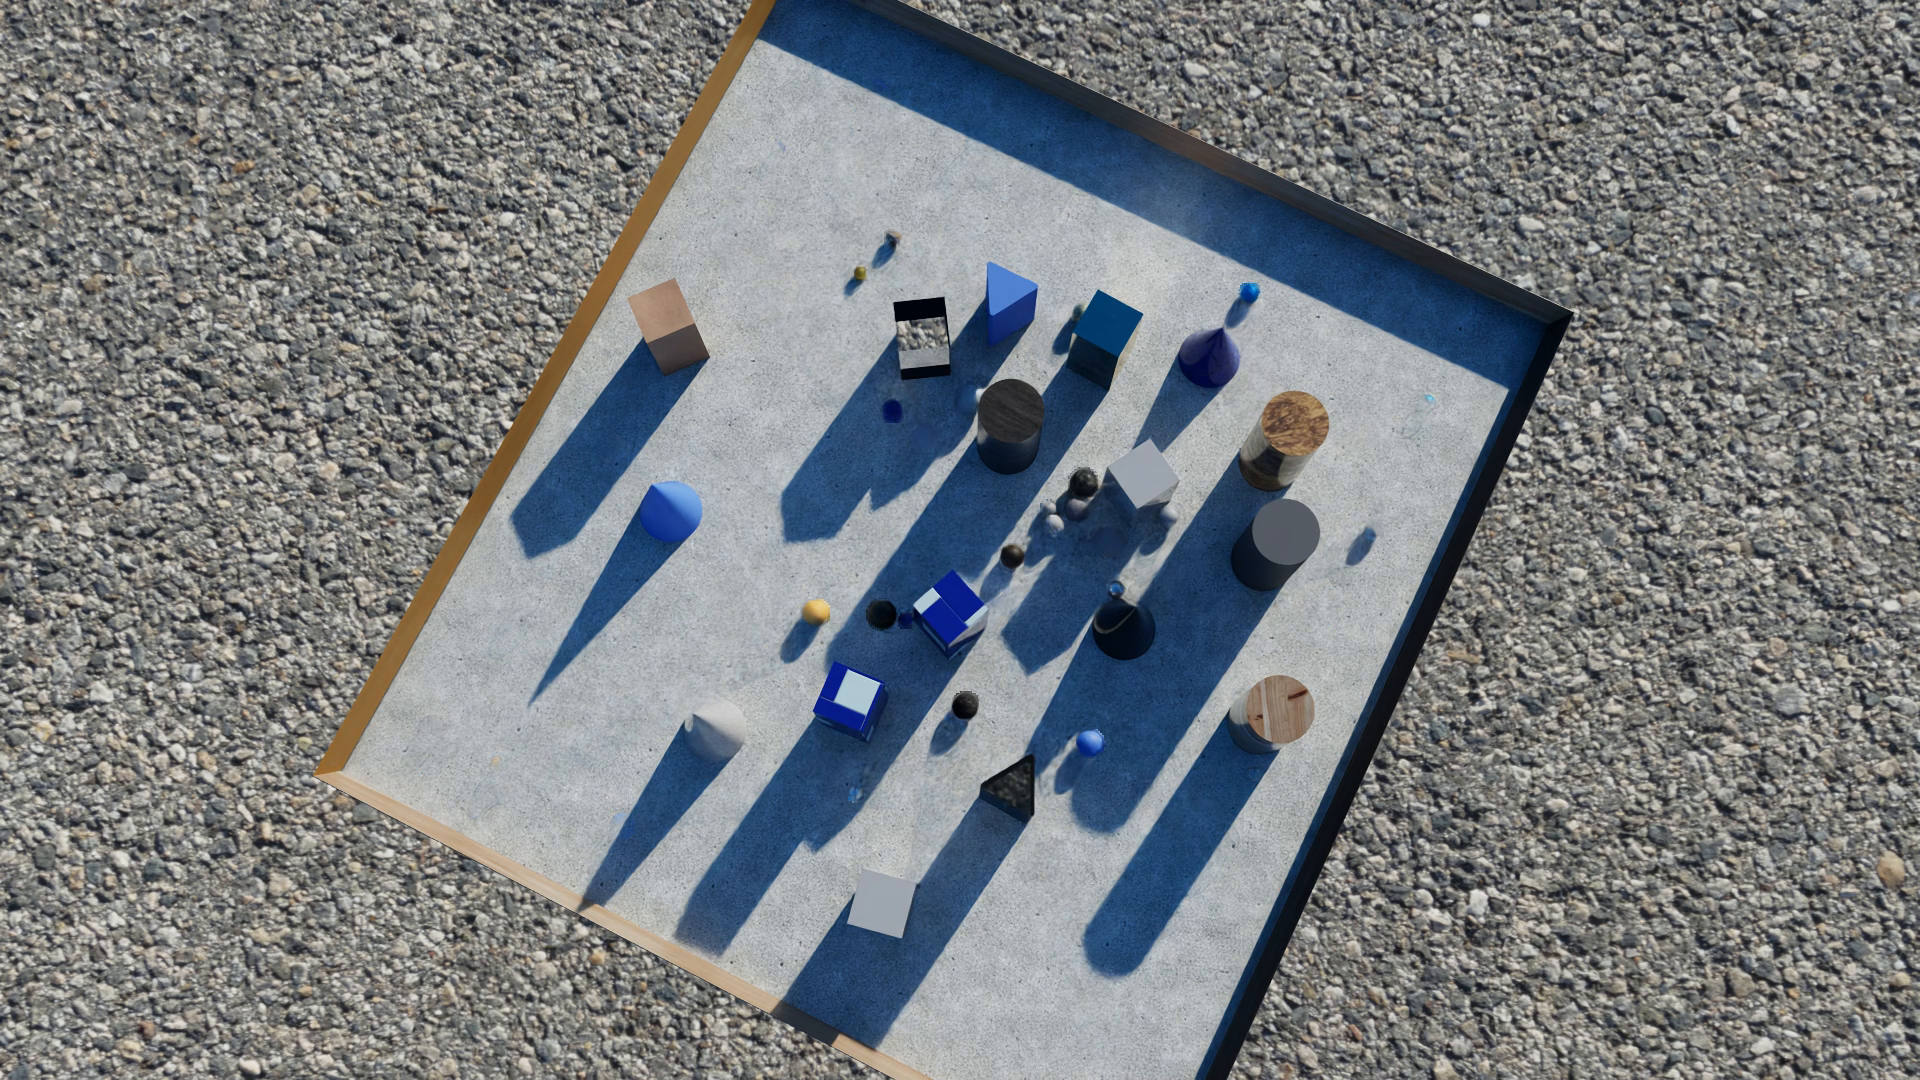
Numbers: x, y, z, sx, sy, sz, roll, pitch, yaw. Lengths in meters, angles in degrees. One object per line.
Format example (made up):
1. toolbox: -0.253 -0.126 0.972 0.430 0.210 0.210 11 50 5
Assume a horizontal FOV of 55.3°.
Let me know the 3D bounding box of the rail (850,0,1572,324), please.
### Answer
1. rail: 0.651 -1.269 5.814 2.746 0.125 0.045 26 80 5

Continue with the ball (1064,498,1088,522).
1. ball: 0.353 -0.093 5.598 0.074 0.074 0.074 0 78 0

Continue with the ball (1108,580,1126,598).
1. ball: 0.474 0.150 5.555 0.055 0.055 0.055 0 78 0

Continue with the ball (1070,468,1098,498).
1. ball: 0.380 -0.173 5.607 0.089 0.089 0.089 0 78 0

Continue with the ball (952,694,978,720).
1. ball: 0.016 0.497 5.473 0.079 0.079 0.079 0 78 0

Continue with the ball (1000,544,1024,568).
1. ball: 0.158 0.051 5.569 0.072 0.072 0.072 0 78 0

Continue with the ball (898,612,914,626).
1. ball: -0.163 0.239 5.528 0.046 0.046 0.046 0 78 0

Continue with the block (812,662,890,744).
1. block: -0.314 0.477 5.334 0.154 0.361 0.154 22 79 4

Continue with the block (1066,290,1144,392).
1. block: 0.436 -0.603 5.562 0.154 0.350 0.154 29 80 6

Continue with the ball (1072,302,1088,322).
1. ball: 0.386 -0.709 5.729 0.068 0.068 0.068 0 78 0

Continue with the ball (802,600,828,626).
1. ball: -0.436 0.220 5.531 0.079 0.079 0.079 0 78 0

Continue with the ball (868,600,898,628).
1. ball: -0.233 0.225 5.526 0.087 0.087 0.087 0 78 0

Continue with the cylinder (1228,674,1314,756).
1. cylinder: 0.898 0.512 5.320 0.193 0.372 0.193 0 78 0

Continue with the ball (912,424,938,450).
1. ball: -0.108 -0.317 5.641 0.081 0.081 0.081 0 78 0

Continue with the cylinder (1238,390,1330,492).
1. cylinder: 0.957 -0.288 5.447 0.193 0.448 0.193 0 78 0

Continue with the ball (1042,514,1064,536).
1. ball: 0.286 -0.044 5.592 0.065 0.065 0.065 0 78 0

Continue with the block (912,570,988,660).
1. block: -0.027 0.225 5.401 0.154 0.331 0.154 -41 81 -8

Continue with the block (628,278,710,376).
1. block: -0.884 -0.644 5.578 0.154 0.336 0.154 -24 79 -5

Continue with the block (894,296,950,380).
1. block: -0.114 -0.612 5.591 0.154 0.298 0.154 -6 78 -1

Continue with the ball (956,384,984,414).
1. ball: 0.033 -0.436 5.658 0.095 0.095 0.095 0 78 0

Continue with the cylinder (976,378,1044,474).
1. cylinder: 0.148 -0.335 5.489 0.193 0.386 0.193 0 78 0

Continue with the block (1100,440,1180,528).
1. block: 0.540 -0.168 5.517 0.154 0.263 0.154 -33 80 -6

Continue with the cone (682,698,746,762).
1. cone: -0.735 0.524 5.273 0.193 0.460 0.193 0 78 0

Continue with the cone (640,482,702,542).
1. cone: -0.889 -0.124 5.458 0.193 0.360 0.193 0 78 0

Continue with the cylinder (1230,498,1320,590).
1. cylinder: 0.924 0.019 5.398 0.193 0.420 0.193 0 78 0

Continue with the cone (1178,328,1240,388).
1. cone: 0.780 -0.599 5.585 0.193 0.305 0.193 0 78 0

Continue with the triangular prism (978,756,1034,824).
1. triangular prism: 0.164 0.697 5.244 0.167 0.446 0.145 29 80 6

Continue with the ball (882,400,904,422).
1. ball: -0.209 -0.400 5.665 0.067 0.067 0.067 0 78 0

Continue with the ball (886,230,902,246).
1. ball: -0.210 -0.953 5.787 0.051 0.051 0.051 0 78 0

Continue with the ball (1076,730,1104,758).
1. ball: 0.386 0.606 5.450 0.080 0.080 0.080 0 78 0

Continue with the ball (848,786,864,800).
1. ball: -0.309 0.750 5.439 0.044 0.044 0.044 0 78 0

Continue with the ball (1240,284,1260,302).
1. ball: 0.909 -0.773 5.747 0.057 0.057 0.057 0 78 0

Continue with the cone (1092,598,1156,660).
1. cone: 0.498 0.229 5.366 0.193 0.397 0.193 0 78 0

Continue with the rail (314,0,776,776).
1. rail: -1.207 -0.584 5.672 0.045 0.125 2.961 26 80 5

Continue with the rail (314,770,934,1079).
1. rail: -0.651 1.282 5.286 2.746 0.125 0.045 26 80 5

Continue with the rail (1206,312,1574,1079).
1. rail: 1.207 0.598 5.428 0.045 0.125 2.961 26 80 5

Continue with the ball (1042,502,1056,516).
1. ball: 0.272 -0.094 5.612 0.047 0.047 0.047 0 78 0

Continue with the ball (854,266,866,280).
1. ball: -0.313 -0.840 5.769 0.041 0.041 0.041 0 78 0

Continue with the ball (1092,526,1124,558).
1. ball: 0.448 0.006 5.566 0.096 0.096 0.096 0 78 0

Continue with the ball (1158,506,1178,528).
1. ball: 0.636 -0.070 5.599 0.063 0.063 0.063 0 78 0

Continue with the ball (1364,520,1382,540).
1. ball: 1.261 -0.031 5.593 0.058 0.058 0.058 0 78 0

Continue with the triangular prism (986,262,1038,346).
1. triangular prism: 0.124 -0.741 5.615 0.167 0.304 0.145 -33 80 -6

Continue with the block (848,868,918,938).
1. block: -0.214 1.034 5.207 0.154 0.383 0.154 15 79 3
